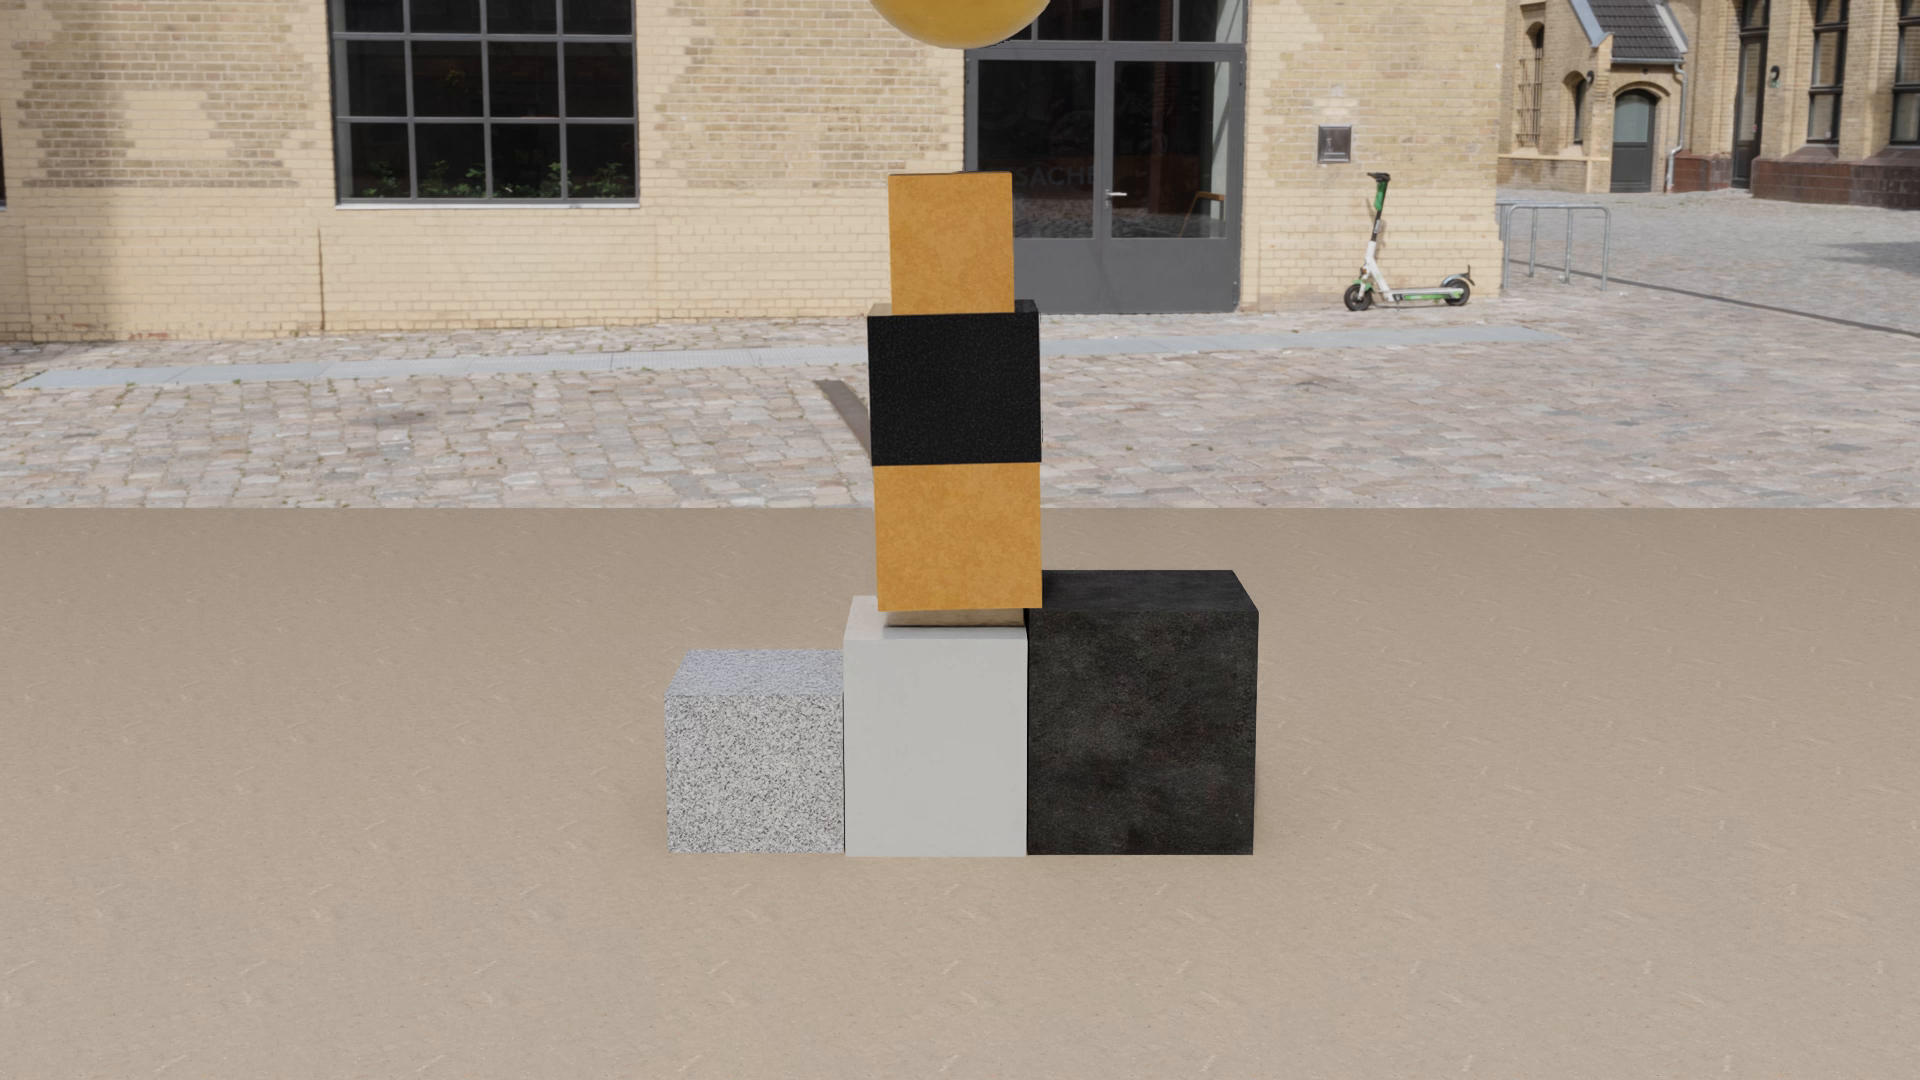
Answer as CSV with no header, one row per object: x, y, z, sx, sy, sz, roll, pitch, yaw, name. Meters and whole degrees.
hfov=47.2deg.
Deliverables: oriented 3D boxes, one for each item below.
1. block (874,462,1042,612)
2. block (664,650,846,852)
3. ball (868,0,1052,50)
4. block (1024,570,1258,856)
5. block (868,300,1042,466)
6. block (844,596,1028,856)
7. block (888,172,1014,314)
-0.008,-0.087,11.153,0.807,0.718,0.842,-1,10,0,block
-1.018,1.074,11.392,0.879,0.811,0.982,0,10,0,block
0.000,-4.305,15.637,1.600,1.600,1.600,0,10,0,ball
0.898,0.864,11.350,1.119,1.239,1.054,0,10,0,block
-0.025,-0.803,11.046,0.827,0.729,0.848,-1,10,0,block
-0.120,0.935,11.340,0.898,1.104,1.054,0,10,0,block
-0.041,-1.486,10.922,0.594,0.660,0.688,-1,10,0,block
